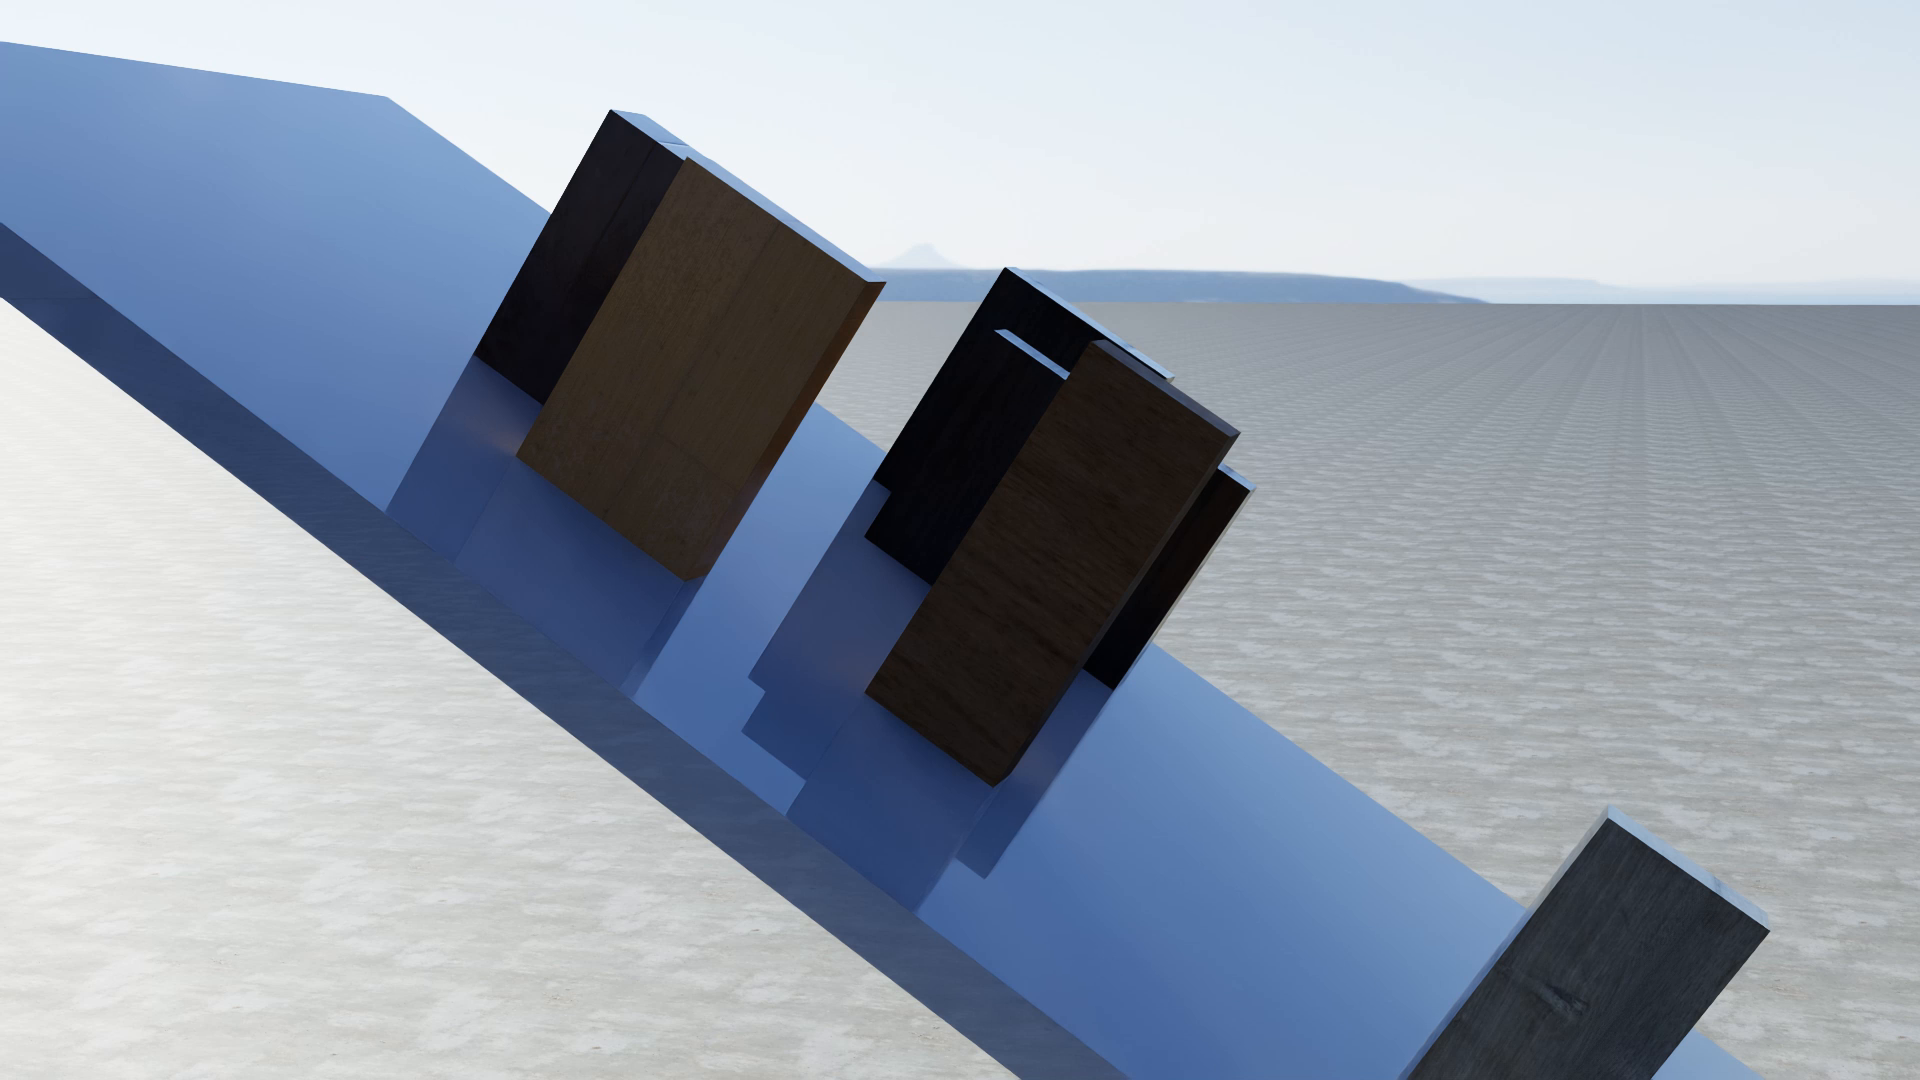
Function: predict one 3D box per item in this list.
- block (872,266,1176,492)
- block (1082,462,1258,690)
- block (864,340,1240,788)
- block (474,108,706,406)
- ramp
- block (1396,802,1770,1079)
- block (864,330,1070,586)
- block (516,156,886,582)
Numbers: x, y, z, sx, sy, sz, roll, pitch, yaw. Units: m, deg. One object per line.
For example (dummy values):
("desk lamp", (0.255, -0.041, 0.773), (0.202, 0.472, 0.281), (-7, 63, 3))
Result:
("block", (0.135, -0.245, 4.794), (0.427, 0.554, 0.092), (36, 15, 10))
("block", (0.305, -0.010, 4.504), (0.384, 0.501, 0.087), (36, 15, 10))
("block", (0.147, 0.041, 3.632), (0.271, 0.707, 0.106), (36, 15, 10))
("block", (-0.627, -0.484, 4.055), (0.293, 0.528, 0.145), (36, 15, 10))
("ramp", (-0.126, 0.212, 4.099), (4.000, 0.100, 2.000), (36, 15, 10))
("block", (0.770, 0.691, 2.936), (0.242, 0.664, 0.084), (36, 15, 10))
("block", (0.105, -0.103, 4.394), (0.389, 0.500, 0.089), (36, 15, 10))
("block", (-0.438, -0.284, 3.680), (0.371, 0.596, 0.098), (36, 15, 10))
